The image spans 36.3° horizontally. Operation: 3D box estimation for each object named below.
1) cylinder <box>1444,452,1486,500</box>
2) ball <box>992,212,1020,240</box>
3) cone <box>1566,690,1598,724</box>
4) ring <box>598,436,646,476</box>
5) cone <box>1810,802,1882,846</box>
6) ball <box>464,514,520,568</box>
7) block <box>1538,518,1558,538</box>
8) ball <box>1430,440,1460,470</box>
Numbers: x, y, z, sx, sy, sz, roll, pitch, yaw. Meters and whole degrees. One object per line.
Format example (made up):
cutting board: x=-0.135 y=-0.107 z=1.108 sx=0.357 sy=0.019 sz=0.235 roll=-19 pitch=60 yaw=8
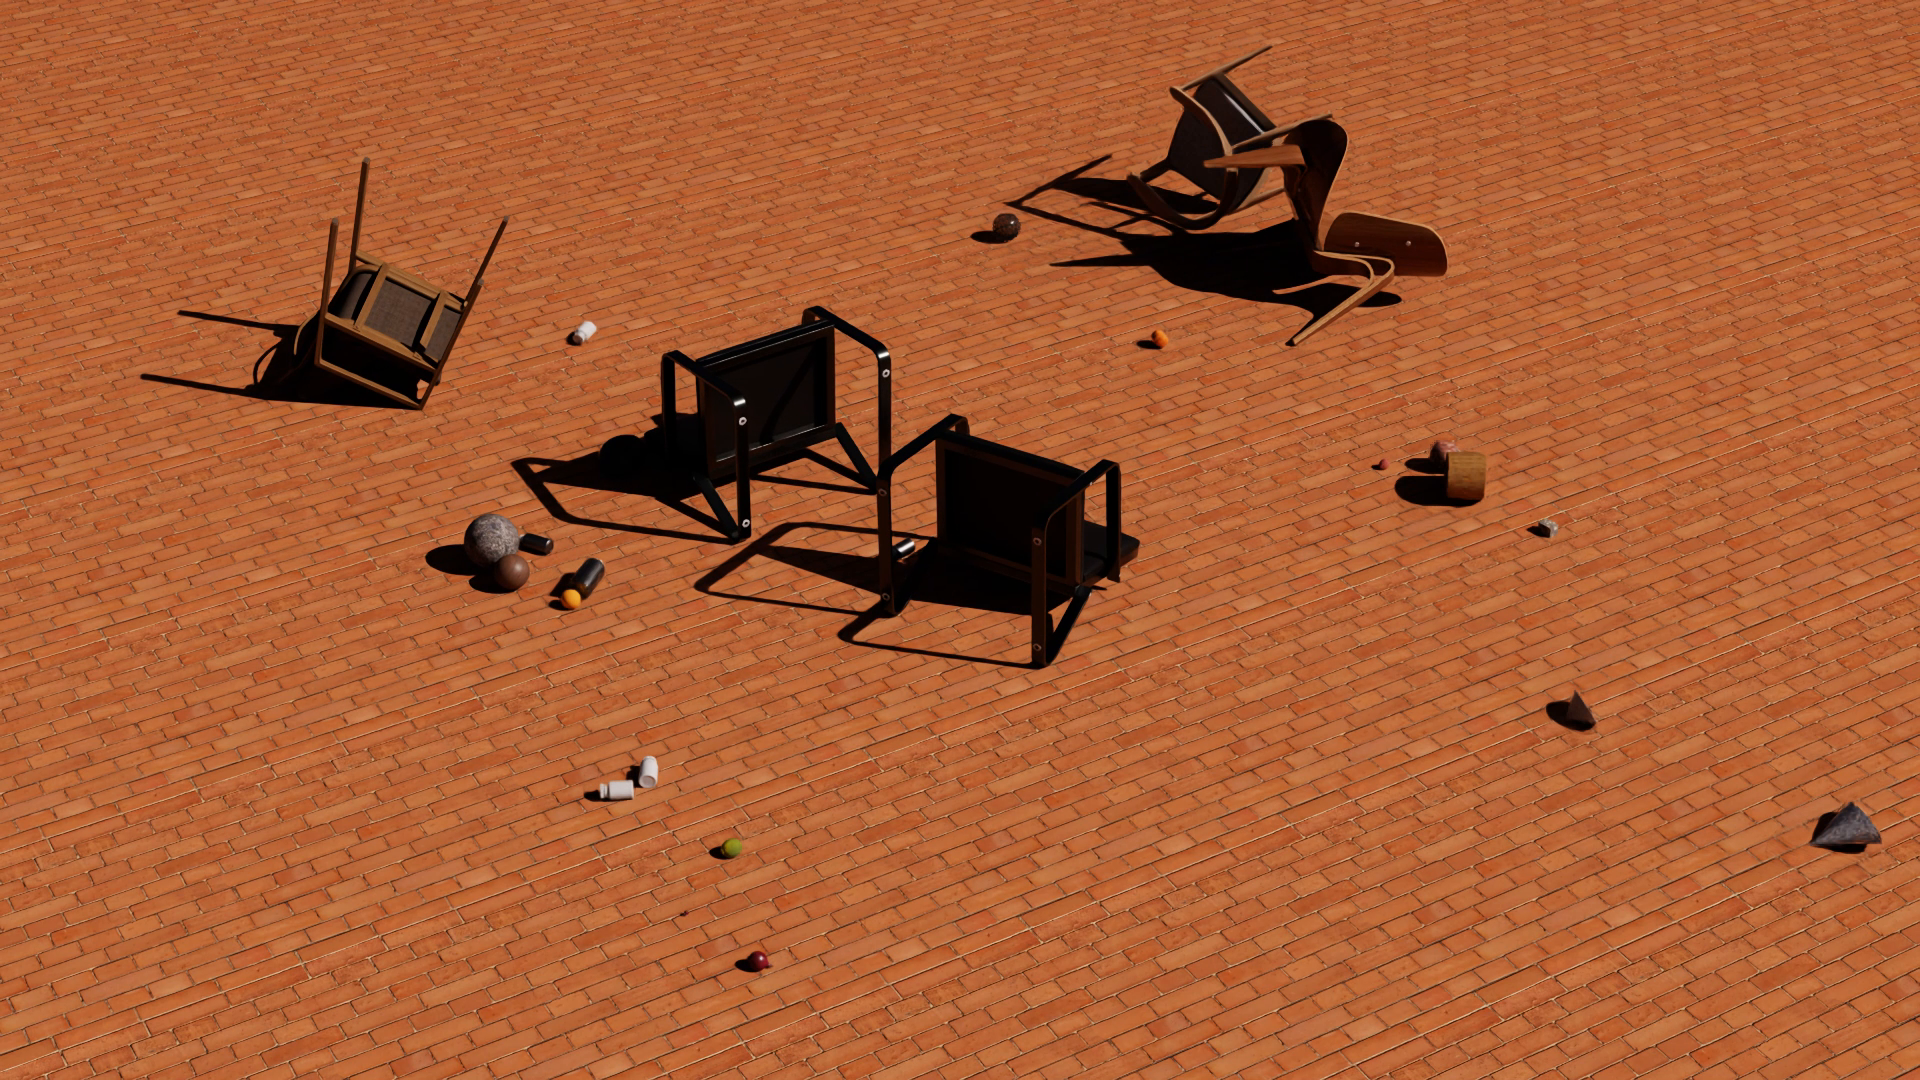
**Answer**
cylinder: x=1.922 y=-0.245 z=11.162 sx=0.139 sy=0.169 sz=0.213 roll=3 pitch=28 yaw=5
ball: x=0.204 y=-1.381 z=12.929 sx=0.123 sy=0.123 sz=0.123 roll=0 pitch=33 yaw=0
cone: x=2.100 y=0.594 z=10.002 sx=0.087 sy=0.104 sz=0.177 roll=-33 pitch=33 yaw=7
ring: x=-1.308 y=-0.326 z=11.351 sx=0.177 sy=0.099 sz=0.228 roll=10 pitch=34 yaw=17
cone: x=2.826 y=0.949 z=9.454 sx=0.197 sy=0.103 sz=0.239 roll=-21 pitch=23 yaw=-3
ball: x=-1.717 y=0.005 z=10.753 sx=0.203 sy=0.203 sz=0.203 roll=0 pitch=33 yaw=0
block: x=2.201 y=-0.044 z=10.974 sx=0.043 sy=0.041 sz=0.060 roll=-24 pitch=40 yaw=-32
ball: x=1.876 y=-0.327 z=11.336 sx=0.116 sy=0.116 sz=0.116 roll=0 pitch=33 yaw=0
